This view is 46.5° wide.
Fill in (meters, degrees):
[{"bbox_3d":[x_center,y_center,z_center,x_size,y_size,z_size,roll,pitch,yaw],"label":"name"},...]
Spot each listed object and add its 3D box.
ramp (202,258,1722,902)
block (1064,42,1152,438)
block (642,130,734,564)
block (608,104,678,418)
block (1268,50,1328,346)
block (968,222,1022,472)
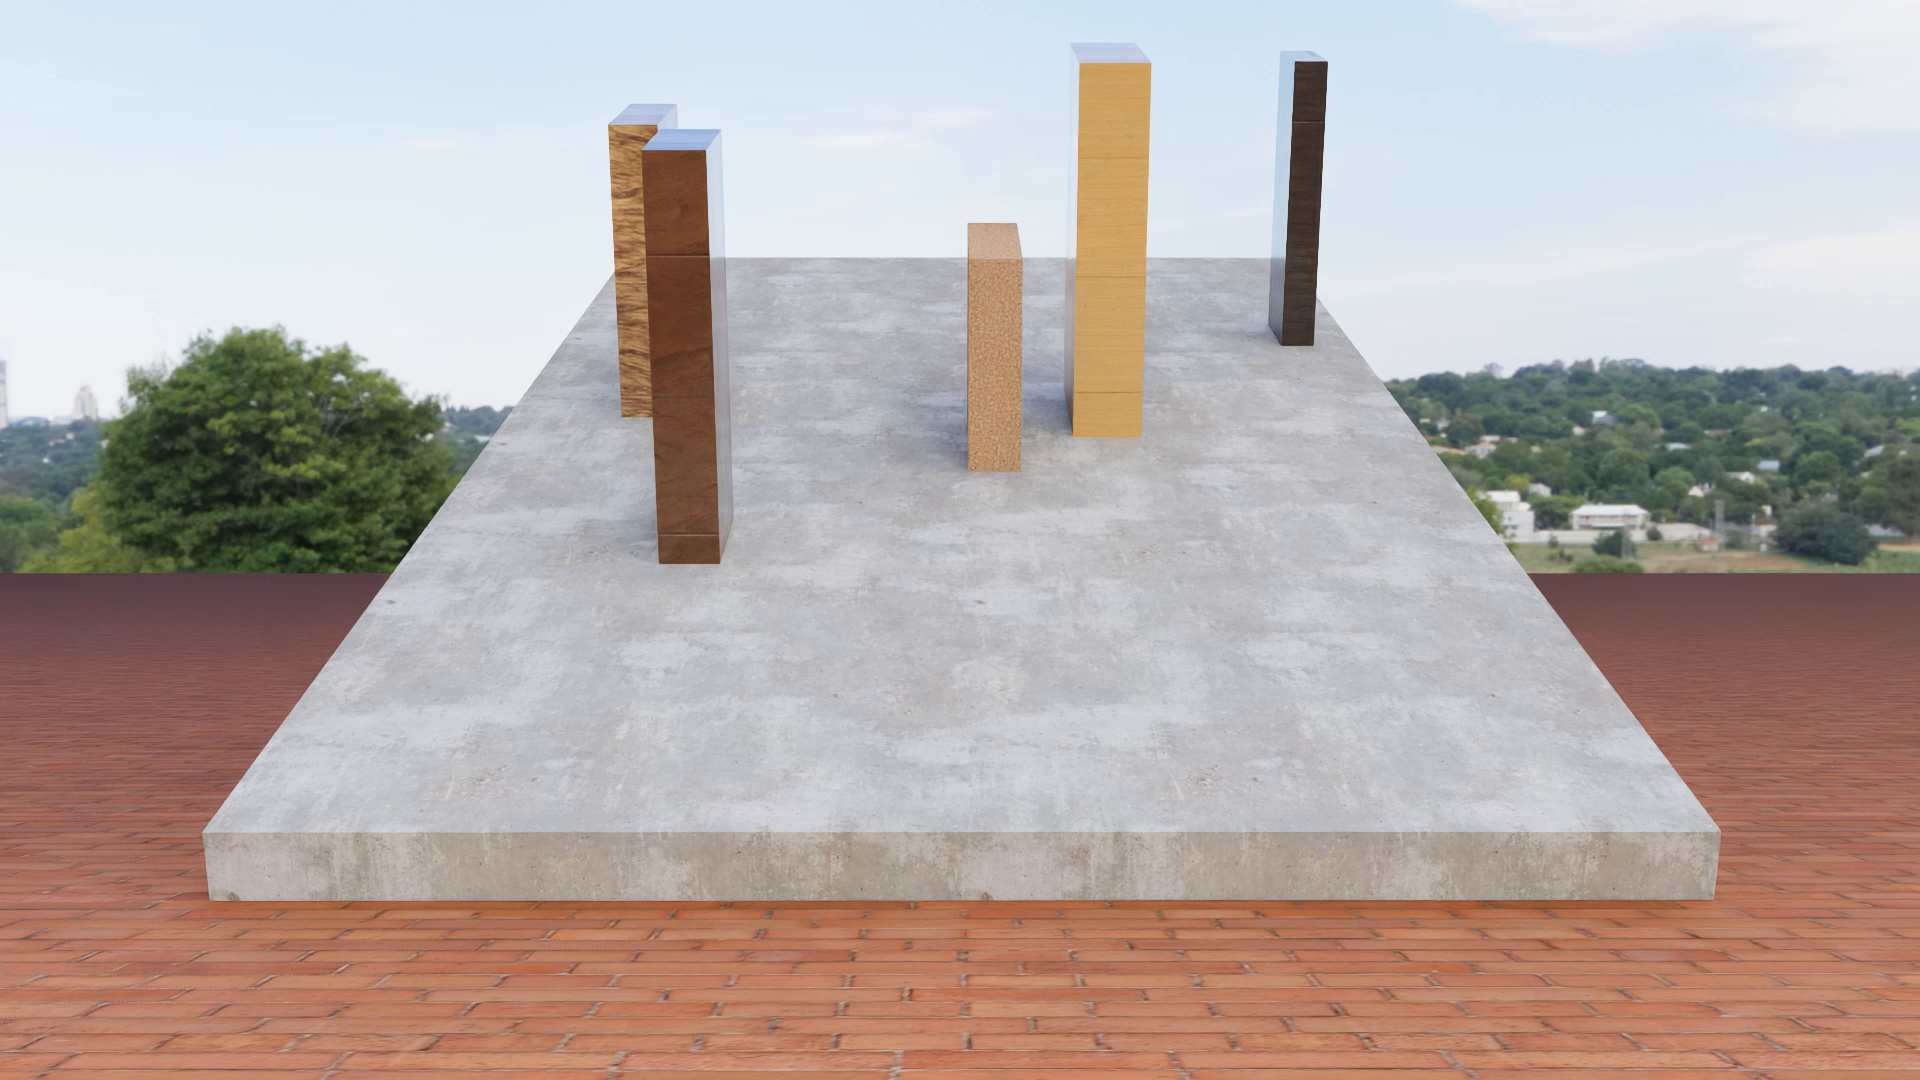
[{"bbox_3d":[-0.004,-0.187,4.862,2.000,0.100,4.000,0,18,0],"label":"ramp"},{"bbox_3d":[0.316,-0.662,4.886,0.147,0.791,0.426,0,18,0],"label":"block"},{"bbox_3d":[-0.483,-0.347,4.004,0.109,0.735,0.263,0,18,0],"label":"block"},{"bbox_3d":[-0.698,-0.633,5.030,0.106,0.644,0.356,0,18,0],"label":"block"},{"bbox_3d":[0.850,-0.862,5.642,0.081,0.705,0.251,0,18,0],"label":"block"},{"bbox_3d":[0.070,-0.411,4.683,0.107,0.438,0.410,0,18,0],"label":"block"}]
